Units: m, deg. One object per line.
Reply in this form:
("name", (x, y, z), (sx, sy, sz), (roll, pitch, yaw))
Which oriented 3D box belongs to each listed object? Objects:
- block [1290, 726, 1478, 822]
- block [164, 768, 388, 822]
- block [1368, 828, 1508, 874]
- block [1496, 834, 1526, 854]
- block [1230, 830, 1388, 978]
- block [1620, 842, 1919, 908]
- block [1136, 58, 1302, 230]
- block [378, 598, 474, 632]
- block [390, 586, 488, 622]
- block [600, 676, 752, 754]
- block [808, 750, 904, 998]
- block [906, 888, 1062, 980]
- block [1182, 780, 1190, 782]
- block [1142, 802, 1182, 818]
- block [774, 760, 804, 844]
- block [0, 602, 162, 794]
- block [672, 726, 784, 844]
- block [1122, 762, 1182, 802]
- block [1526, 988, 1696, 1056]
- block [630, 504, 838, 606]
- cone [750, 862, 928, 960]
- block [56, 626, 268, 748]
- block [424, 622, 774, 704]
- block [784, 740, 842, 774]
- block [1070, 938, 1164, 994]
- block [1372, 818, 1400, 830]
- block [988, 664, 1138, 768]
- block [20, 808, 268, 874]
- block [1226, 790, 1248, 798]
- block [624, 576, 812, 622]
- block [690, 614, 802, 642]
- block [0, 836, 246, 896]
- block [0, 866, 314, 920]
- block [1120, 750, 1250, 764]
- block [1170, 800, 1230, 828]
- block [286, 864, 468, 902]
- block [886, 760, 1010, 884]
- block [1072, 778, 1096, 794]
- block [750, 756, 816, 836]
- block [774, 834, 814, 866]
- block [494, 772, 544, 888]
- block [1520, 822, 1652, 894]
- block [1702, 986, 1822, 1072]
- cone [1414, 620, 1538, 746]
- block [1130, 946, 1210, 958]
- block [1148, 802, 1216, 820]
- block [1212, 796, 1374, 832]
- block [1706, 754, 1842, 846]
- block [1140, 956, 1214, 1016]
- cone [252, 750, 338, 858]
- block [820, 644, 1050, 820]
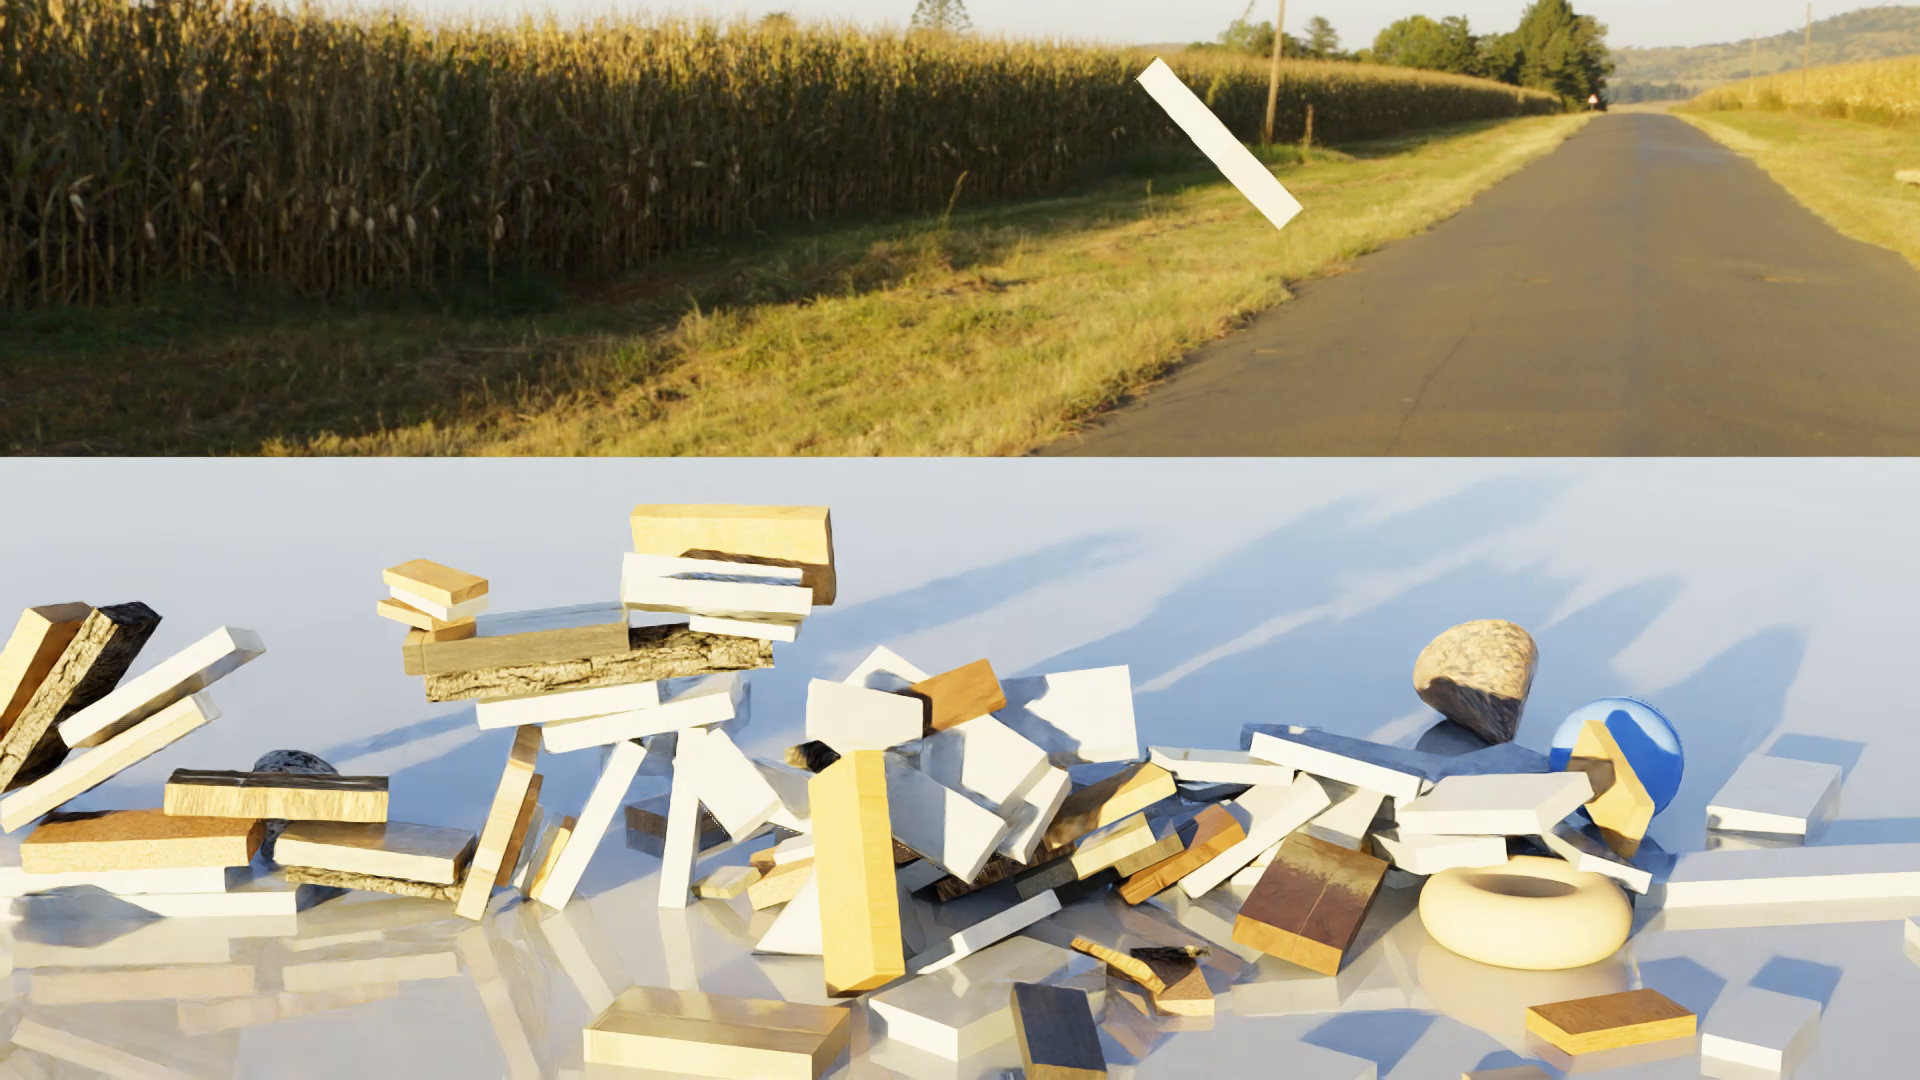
("block", (0.737, 0.426, 3.925), (0.339, 0.048, 0.170), (10, 28, 18))
("block", (-1.135, 0.426, 3.669), (0.347, 0.049, 0.174), (4, 2, -15))
("block", (0.784, 0.507, 3.630), (0.145, 0.041, 0.290), (-7, -2, -5))
("block", (0.968, 0.530, 3.936), (0.070, 0.020, 0.382), (8, 13, 35))
("block", (0.556, 0.568, 3.470), (0.166, 0.047, 0.332), (17, 22, 18))
("block", (1.693, 0.556, 3.742), (1.206, 0.041, 0.145), (-1, 11, -7))
("block", (0.410, -0.635, 3.505), (0.174, 0.049, 0.348), (38, 15, -34))
("block", (-0.878, 0.117, 3.614), (0.161, 0.023, 0.081), (12, 19, 43))
("block", (-0.851, 0.092, 3.592), (0.161, 0.023, 0.081), (19, 25, 40))
("block", (-0.603, 0.371, 4.715), (0.174, 0.049, 0.449), (2, 11, 13))
("block", (-0.154, 0.488, 3.210), (0.047, 0.329, 0.164), (5, -24, -28))
("block", (0.038, 0.600, 3.344), (0.121, 0.034, 0.242), (-35, -13, 36))
("block", (0.486, 0.461, 4.309), (0.140, 0.020, 0.070), (-1, 11, -7))
("block", (0.347, 0.505, 4.077), (0.135, 0.019, 0.067), (0, 11, 0))
("block", (-0.185, 0.472, 3.904), (0.287, 0.144, 0.041), (2, 8, 9))
("block", (-1.438, 0.252, 3.563), (0.047, 0.332, 0.166), (36, 4, 2))
("block", (-0.352, 0.370, 3.335), (0.090, 0.025, 0.180), (-37, 50, -12))
("block", (0.359, 0.463, 4.173), (0.127, 0.063, 0.018), (7, 5, 33))
("block", (0.919, 0.679, 3.107), (0.210, 0.030, 0.105), (-4, 11, -20))
("block", (-0.378, 0.024, 3.685), (0.328, 0.164, 0.047), (1, 29, 8))
("cone", (-0.215, 0.586, 3.388), (0.247, 0.247, 0.247), (-26, 10, 4))
("block", (-1.296, 0.240, 3.578), (0.310, 0.040, 0.143), (-31, -5, -1))
("block", (-0.582, 0.192, 3.589), (0.549, 0.050, 0.175), (-6, 11, -5))
("block", (-0.133, 0.374, 3.631), (0.303, 0.043, 0.152), (-14, 36, 1))
("block", (0.232, 0.629, 3.251), (0.015, 0.054, 0.189), (-49, 22, -18))
("block", (0.796, 0.498, 3.904), (0.113, 0.032, 0.226), (-7, 19, -33))
("block", (0.089, 0.299, 3.566), (0.386, 0.043, 0.152), (-7, 52, 5))
("block", (-1.333, 0.490, 3.607), (0.347, 0.049, 0.174), (-1, 10, -7))
("block", (0.544, 0.474, 4.139), (0.076, 0.021, 0.230), (4, 2, -18))
("block", (-0.381, 0.093, 3.461), (0.285, 0.040, 0.143), (4, -7, -7))
("block", (-0.344, 0.135, 3.547), (0.168, 0.024, 0.084), (6, 10, 5))
("block", (-1.728, 0.537, 3.617), (1.065, 0.047, 0.166), (-1, 10, -3))
("block", (-1.941, 0.588, 3.580), (1.720, 0.037, 0.132), (-1, 11, -4))
("block", (0.297, 0.431, 4.255), (0.611, 0.018, 0.063), (-3, 9, 17))
("block", (0.414, 0.489, 3.818), (0.138, 0.020, 0.069), (-16, 13, -7))
("block", (-0.948, 0.559, 3.658), (0.320, 0.024, 0.085), (7, 12, -3))
("block", (-0.039, 0.425, 3.327), (0.207, 0.103, 0.029), (27, -19, 29))
("block", (0.227, 0.491, 3.826), (0.069, 0.138, 0.020), (9, 14, 41))
("block", (-0.258, 0.407, 3.456), (0.180, 0.090, 0.025), (12, 12, 35))
("block", (-0.239, 0.503, 3.646), (0.130, 0.018, 0.065), (-16, 12, 13))
("block", (-0.719, 0.471, 3.580), (0.024, 0.170, 0.085), (19, 21, -11))
("block", (1.029, 0.516, 3.696), (0.113, 0.032, 0.483), (17, 2, 0))
("block", (1.126, 0.684, 3.084), (0.105, 0.030, 0.210), (7, 13, 34))
("cone", (1.113, 0.356, 4.599), (0.270, 0.270, 0.270), (-1, 37, -5))
("block", (0.317, 0.624, 3.327), (0.108, 0.015, 0.054), (-9, -14, 30))
("block", (0.431, 0.501, 3.921), (0.204, 0.027, 0.094), (-3, -30, -18))
("block", (0.652, 0.515, 4.017), (0.396, 0.020, 0.072), (6, 12, 30))
("block", (1.528, 0.482, 4.119), (0.170, 0.048, 0.391), (6, 12, 30))
("block", (0.318, 0.657, 3.242), (0.083, 0.024, 0.166), (-1, 11, -4))
("cone", (-1.208, 0.502, 3.916), (0.183, 0.183, 0.183), (2, 37, 9))
("block", (-0.051, 0.321, 3.460), (0.351, 0.050, 0.176), (31, 64, 29))
